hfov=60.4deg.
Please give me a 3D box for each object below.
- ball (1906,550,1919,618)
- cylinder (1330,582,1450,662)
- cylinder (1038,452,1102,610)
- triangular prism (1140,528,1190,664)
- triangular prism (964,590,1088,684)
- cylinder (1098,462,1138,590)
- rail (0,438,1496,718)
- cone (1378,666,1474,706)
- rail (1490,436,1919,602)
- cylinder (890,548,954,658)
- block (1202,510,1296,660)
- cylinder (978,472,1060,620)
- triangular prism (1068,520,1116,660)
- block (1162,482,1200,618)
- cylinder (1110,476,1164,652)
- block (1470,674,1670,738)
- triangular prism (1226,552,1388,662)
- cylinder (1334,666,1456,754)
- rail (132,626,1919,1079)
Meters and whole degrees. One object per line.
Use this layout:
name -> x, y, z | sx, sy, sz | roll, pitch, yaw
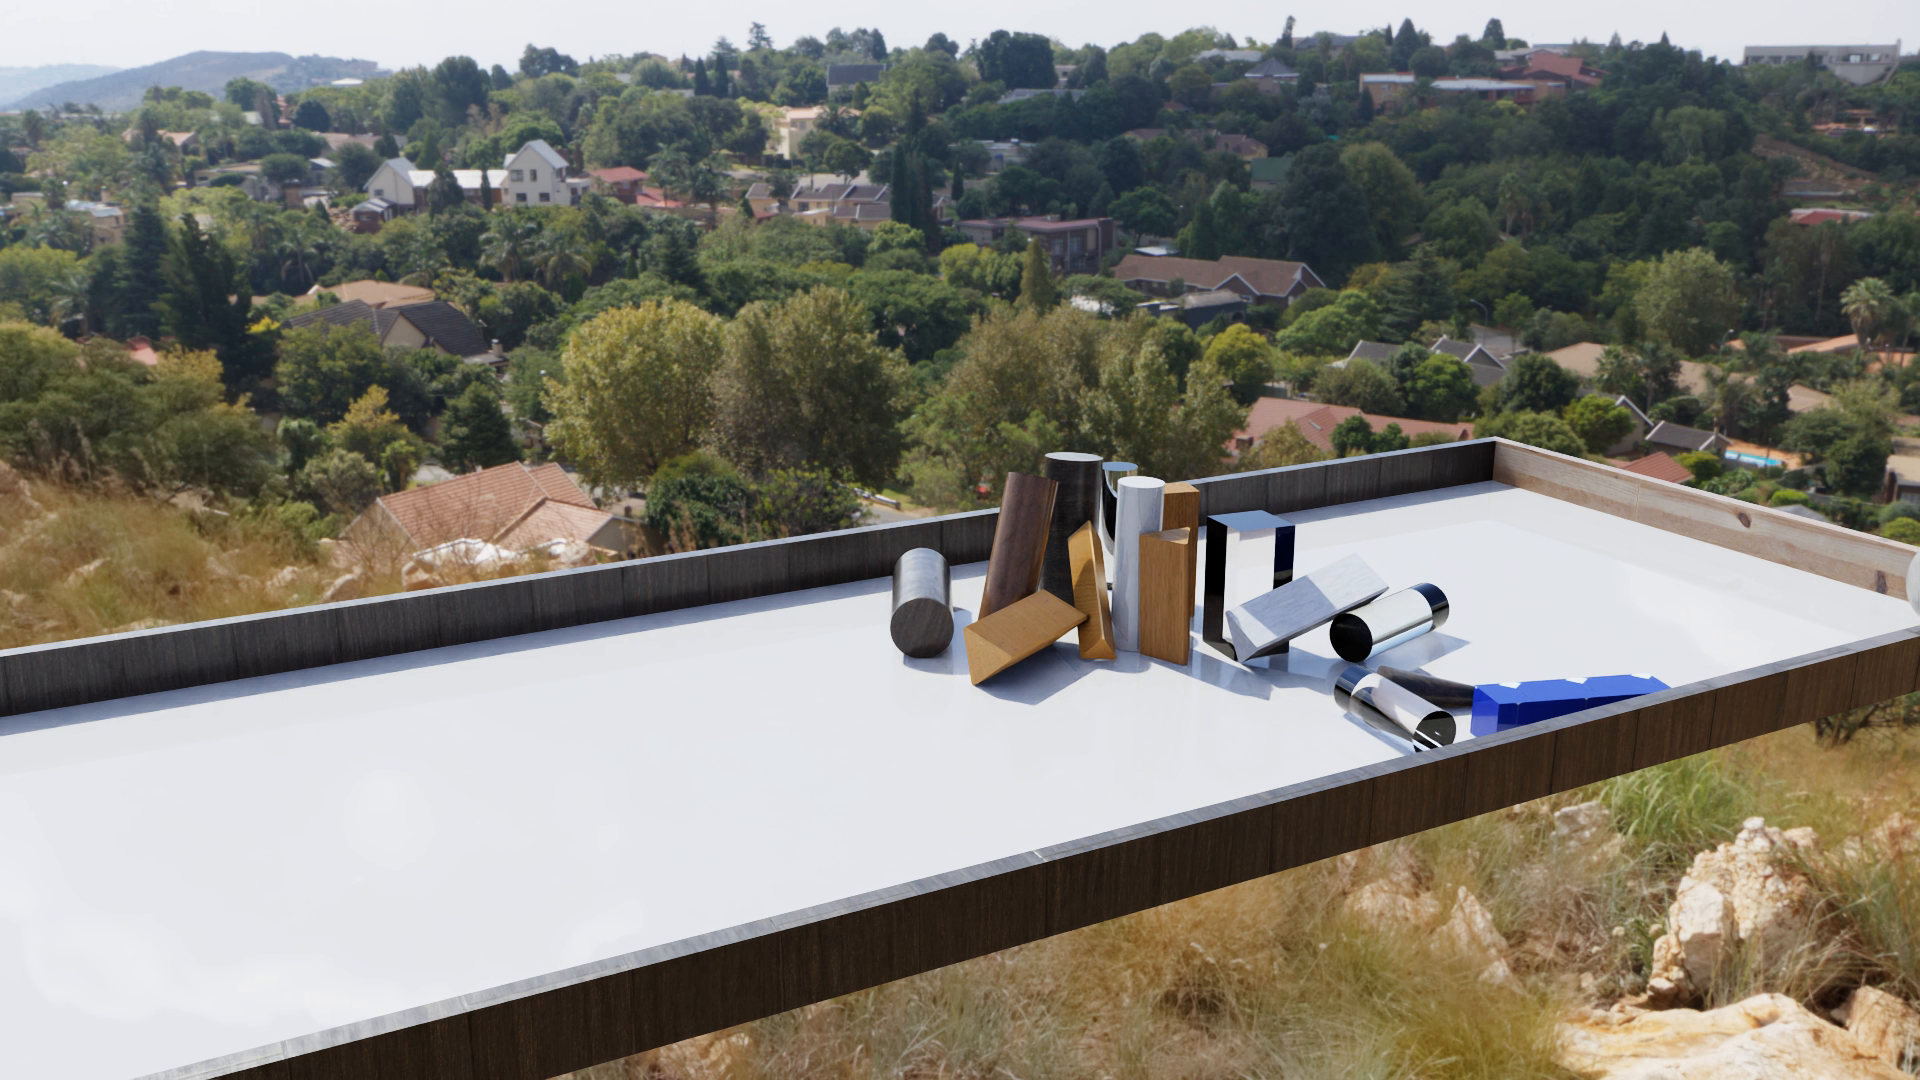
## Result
ball -> 2.708, 0.119, 4.429 | 0.294, 0.294, 0.294 | 0, 16, 0
cylinder -> 1.144, 0.217, 4.384 | 0.373, 0.132, 0.132 | -15, 22, -42
cylinder -> 0.309, -0.023, 4.646 | 0.162, 0.429, 0.162 | 3, 11, 0
triangular prism -> 0.561, 0.139, 4.291 | 0.143, 0.327, 0.123 | 13, 23, 39
triangular prism -> 0.149, 0.228, 4.230 | 0.150, 0.130, 0.368 | -38, -10, 37
cylinder -> 0.460, -0.041, 4.853 | 0.116, 0.362, 0.116 | 0, 16, 0
rail -> -3.305, 0.497, 3.399 | 12.000, 0.150, 0.050 | -9, 18, -27
cone -> 1.229, 0.376, 3.985 | 0.437, 0.103, 0.103 | 6, 16, -4
rail -> 2.466, -0.048, 5.253 | 0.050, 0.150, 2.100 | -9, 18, -27
cylinder -> -0.103, 0.166, 4.493 | 0.167, 0.167, 0.453 | 0, 16, -1
block -> 0.758, 0.117, 4.338 | 0.166, 0.348, 0.166 | -6, 17, -21
cylinder -> 0.155, 0.039, 4.432 | 0.144, 0.422, 0.144 | 11, -4, 1
triangular prism -> 0.356, 0.127, 4.400 | 0.093, 0.080, 0.416 | 3, 48, -6
block -> 0.594, 0.030, 4.608 | 0.105, 0.364, 0.105 | -4, 17, -13
cylinder -> 0.466, 0.063, 4.347 | 0.122, 0.445, 0.122 | 1, 16, 0
block -> 1.411, 0.396, 3.798 | 0.438, 0.118, 0.118 | -3, 17, -10
triangular prism -> 0.886, 0.164, 4.266 | 0.401, 0.128, 0.147 | -23, -13, -15
cylinder -> 1.000, 0.394, 3.805 | 0.117, 0.117, 0.306 | -6, 18, -21
rail -> -2.336, 1.006, 1.665 | 12.000, 0.150, 0.050 | -9, 18, -27
